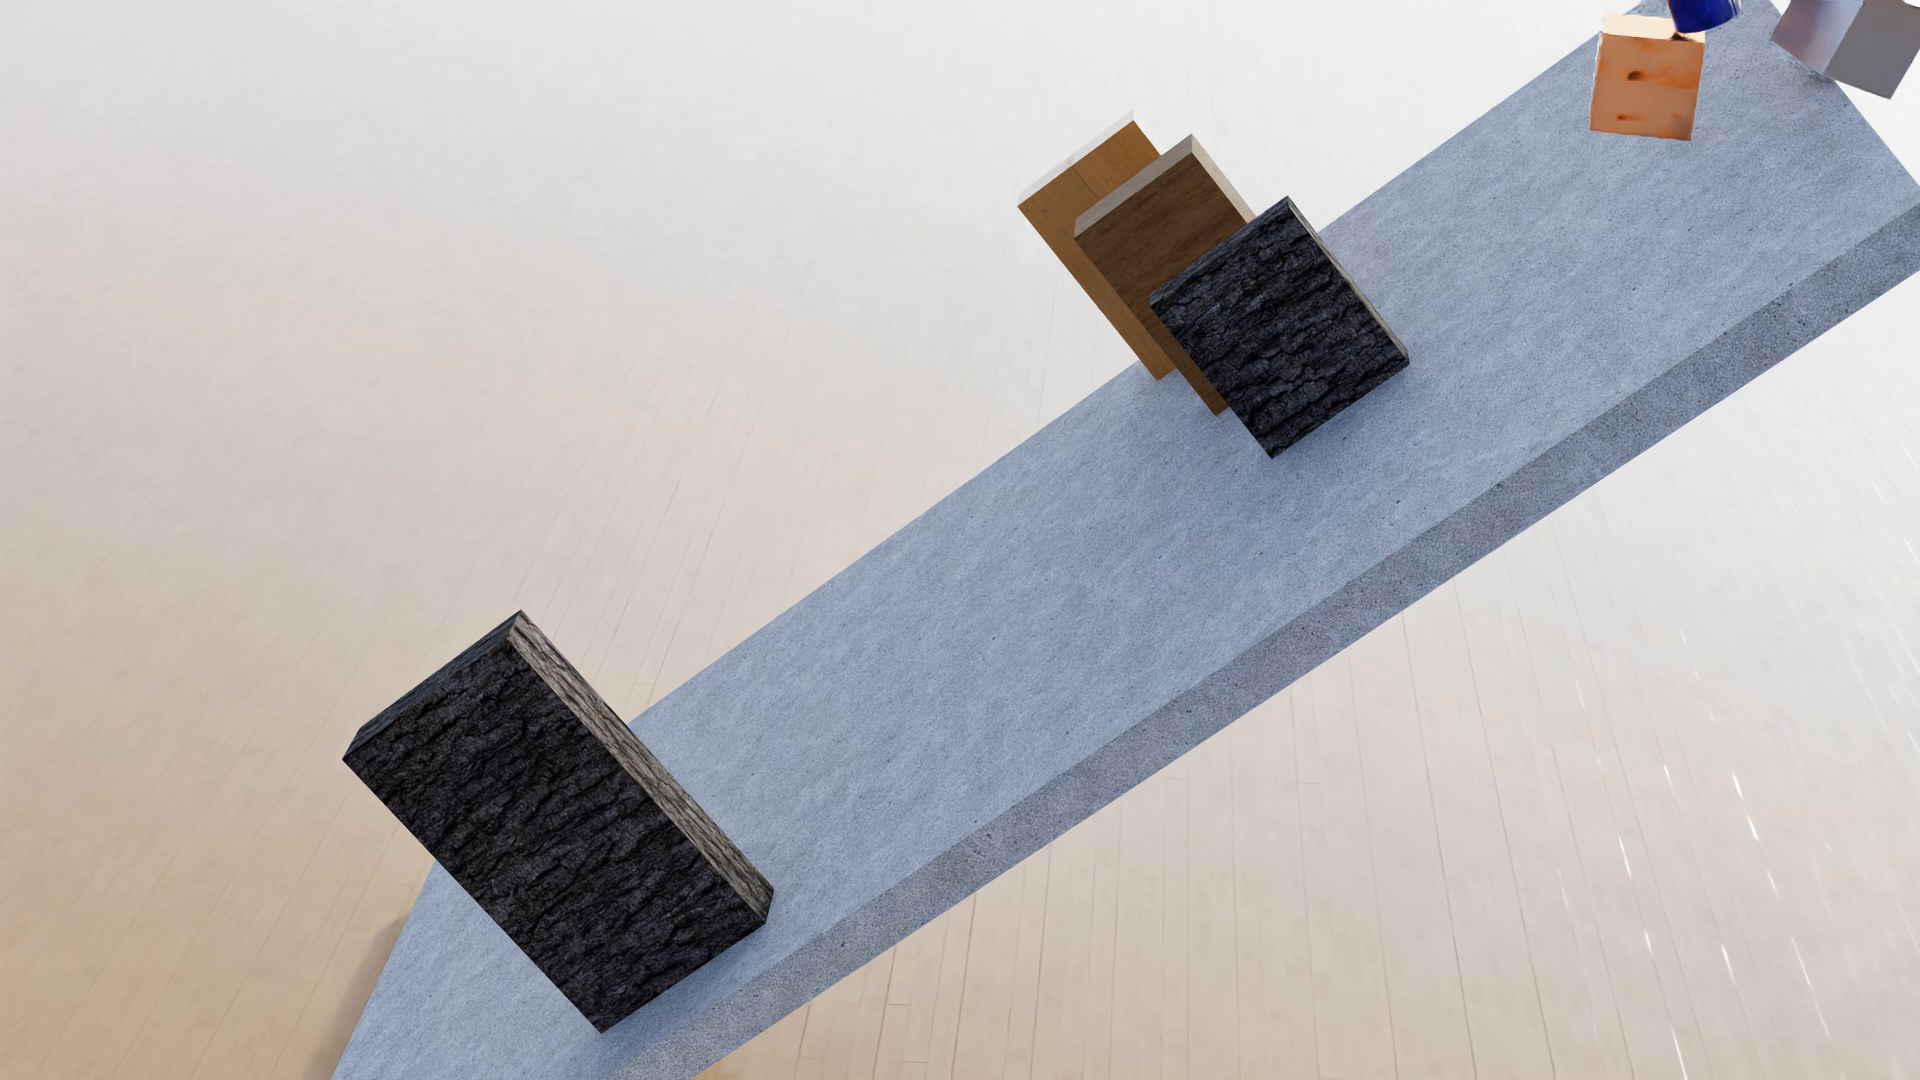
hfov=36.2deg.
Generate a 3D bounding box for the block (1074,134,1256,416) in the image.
[{"bbox_3d":[0.526,-0.570,6.341,0.313,0.505,0.148,-35,16,17],"label":"block"}]

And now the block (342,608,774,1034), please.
[{"bbox_3d":[-0.782,0.560,5.777,0.432,0.766,0.135,-35,16,17],"label":"block"}]

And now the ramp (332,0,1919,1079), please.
[{"bbox_3d":[0.124,0.182,6.332,4.000,0.100,2.000,-35,16,17],"label":"ramp"}]

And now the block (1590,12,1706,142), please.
[{"bbox_3d":[1.341,-0.906,5.740,0.192,0.192,0.192,8,23,10],"label":"block"}]

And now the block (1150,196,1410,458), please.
[{"bbox_3d":[0.637,-0.421,5.859,0.338,0.406,0.083,-35,16,17],"label":"block"}]

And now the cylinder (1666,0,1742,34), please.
[{"bbox_3d":[1.418,-1.060,5.648,0.129,0.129,0.129,-21,22,9],"label":"cylinder"}]

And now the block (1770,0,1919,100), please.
[{"bbox_3d":[1.691,-0.971,5.566,0.180,0.180,0.180,12,26,-28],"label":"block"}]

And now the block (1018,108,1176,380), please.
[{"bbox_3d":[0.430,-0.681,6.811,0.335,0.534,0.104,-35,16,17],"label":"block"}]
